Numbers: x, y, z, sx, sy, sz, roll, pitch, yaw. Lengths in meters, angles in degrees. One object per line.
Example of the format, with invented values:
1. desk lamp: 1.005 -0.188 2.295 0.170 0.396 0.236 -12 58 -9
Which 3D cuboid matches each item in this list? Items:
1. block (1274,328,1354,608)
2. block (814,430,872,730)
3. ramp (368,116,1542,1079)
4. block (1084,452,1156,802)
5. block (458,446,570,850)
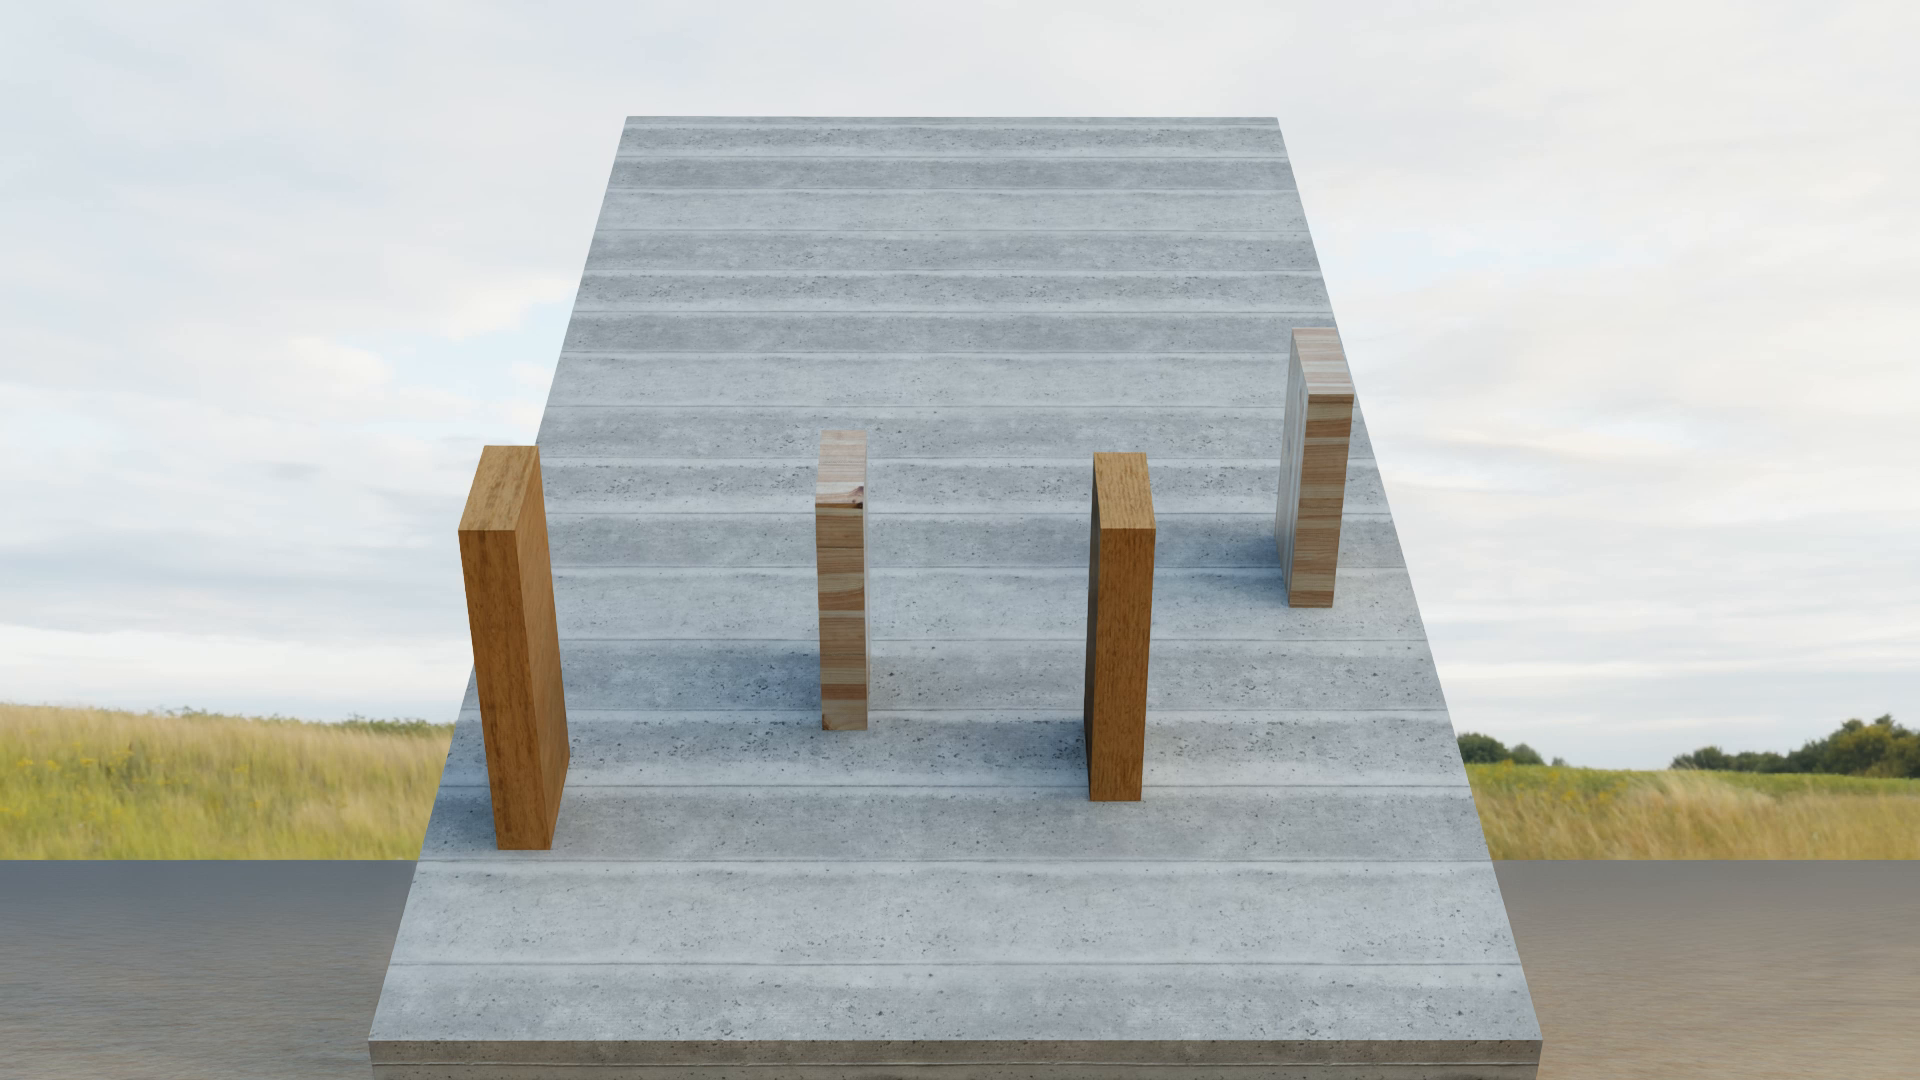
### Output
1. block: 0.756 -0.154 5.266 0.093 0.527 0.292 0 33 0
2. block: -0.230 0.082 4.883 0.090 0.534 0.274 0 33 0
3. ramp: -0.015 -0.183 5.888 2.000 0.100 4.000 0 33 0
4. block: 0.300 0.169 4.669 0.098 0.621 0.267 0 33 0
5. block: -0.815 0.204 4.525 0.098 0.709 0.288 0 33 0
